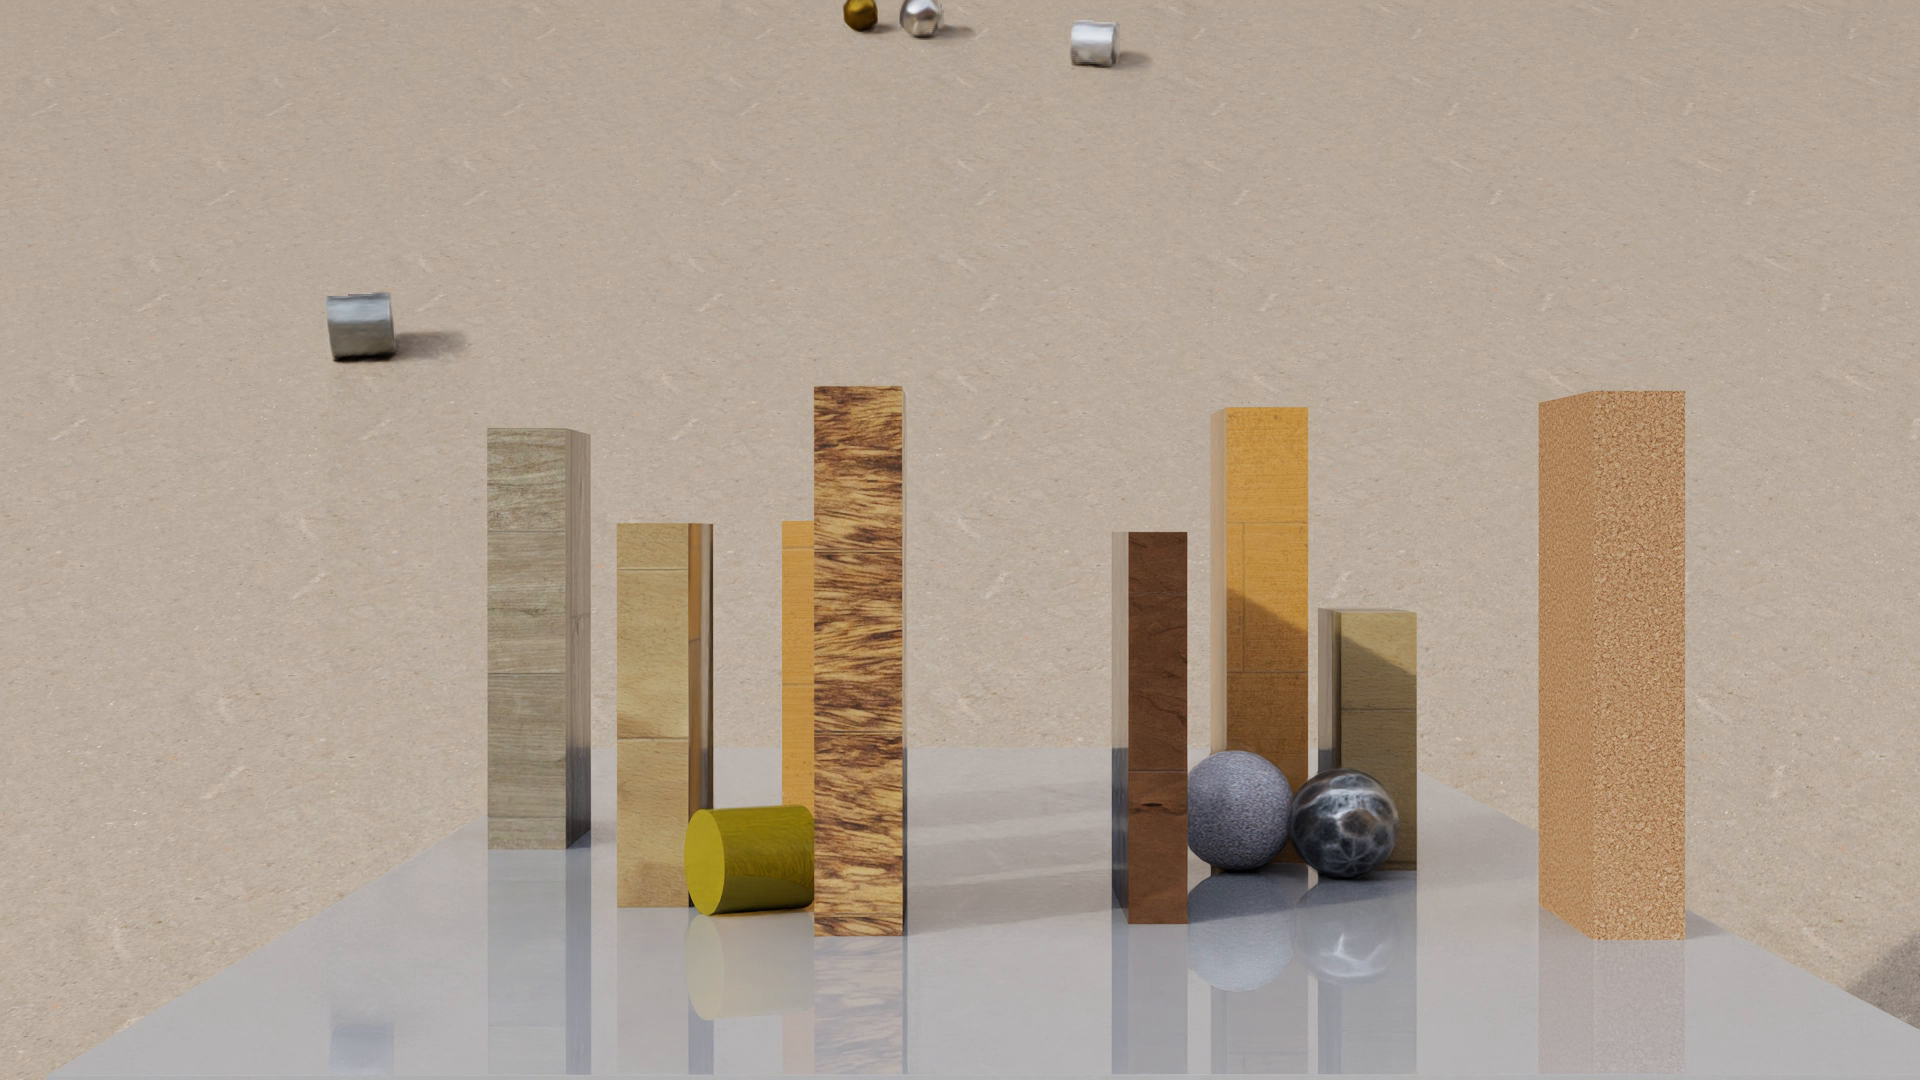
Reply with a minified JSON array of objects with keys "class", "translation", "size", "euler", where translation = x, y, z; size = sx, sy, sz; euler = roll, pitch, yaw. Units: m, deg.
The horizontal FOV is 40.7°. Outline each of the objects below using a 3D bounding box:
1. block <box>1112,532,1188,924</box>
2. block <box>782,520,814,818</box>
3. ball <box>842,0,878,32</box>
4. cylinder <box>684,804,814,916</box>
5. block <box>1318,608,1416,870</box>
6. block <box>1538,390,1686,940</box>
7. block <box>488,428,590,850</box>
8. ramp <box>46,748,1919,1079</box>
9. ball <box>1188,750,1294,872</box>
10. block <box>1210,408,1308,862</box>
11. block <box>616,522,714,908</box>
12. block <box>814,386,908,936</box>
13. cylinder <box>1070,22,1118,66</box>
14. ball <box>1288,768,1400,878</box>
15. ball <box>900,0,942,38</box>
[{"class":"block","translation":[0.279,0.265,3.852],"size":[0.084,0.554,0.397],"euler":[0,0,0]},{"class":"block","translation":[-0.273,0.252,4.858],"size":[0.103,0.574,0.283],"euler":[0,0,0]},{"class":"ball","translation":[-0.457,-2.423,11.890],"size":[0.164,0.164,0.164],"euler":[0,29,0]},{"class":"cylinder","translation":[-0.303,0.467,3.783],"size":[0.153,0.153,0.153],"euler":[0,26,-28]},{"class":"block","translation":[0.685,0.329,4.366],"size":[0.123,0.422,0.274],"euler":[0,0,0]},{"class":"block","translation":[0.922,0.170,3.677],"size":[0.124,0.745,0.332],"euler":[0,0,0]},{"class":"block","translation":[-0.757,0.172,4.670],"size":[0.136,0.736,0.311],"euler":[0,0,0]},{"class":"ramp","translation":[0.066,0.590,4.642],"size":[2.000,0.100,4.000],"euler":[0,0,0]},{"class":"ball","translation":[0.452,0.442,4.232],"size":[0.197,0.197,0.197],"euler":[0,29,0]},{"class":"block","translation":[0.514,0.159,4.467],"size":[0.136,0.763,0.275],"euler":[0,0,0]},{"class":"block","translation":[-0.454,0.258,4.012],"size":[0.105,0.568,0.391],"euler":[0,0,0]},{"class":"block","translation":[-0.140,0.166,3.717],"size":[0.121,0.754,0.348],"euler":[0,0,0]},{"class":"cylinder","translation":[0.596,-2.203,11.483],"size":[0.182,0.182,0.182],"euler":[7,30,12]},{"class":"ball","translation":[0.615,0.453,4.142],"size":[0.176,0.176,0.176],"euler":[0,29,0]},{"class":"ball","translation":[-0.181,-2.391,11.806],"size":[0.192,0.192,0.192],"euler":[0,29,0]}]
